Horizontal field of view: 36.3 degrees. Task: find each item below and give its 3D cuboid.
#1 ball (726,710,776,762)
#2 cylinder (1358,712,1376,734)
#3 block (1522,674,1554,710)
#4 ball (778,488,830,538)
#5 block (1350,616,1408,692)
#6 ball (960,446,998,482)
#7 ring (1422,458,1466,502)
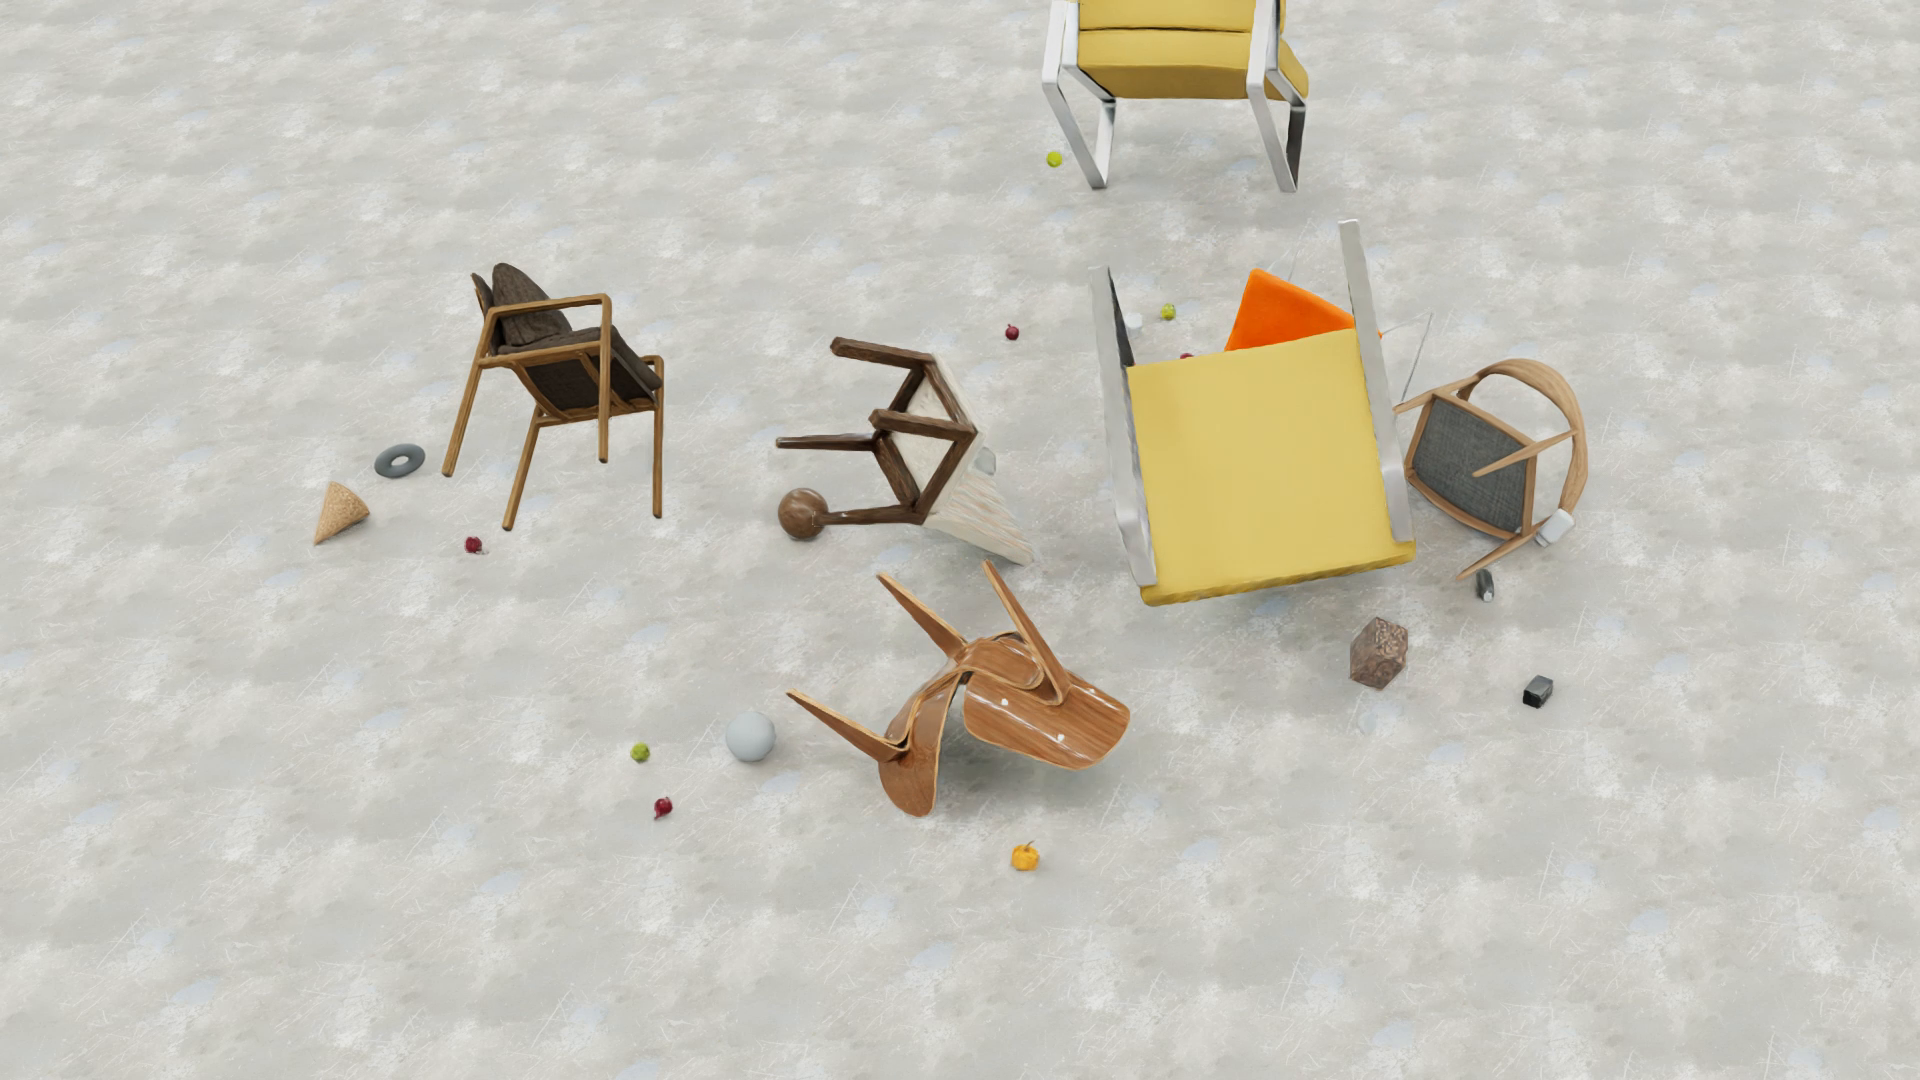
[{"bbox_3d":[-0.699,0.655,9.796,0.170,0.170,0.170,0,33,0],"label":"ball"},{"bbox_3d":[1.380,0.619,9.932,0.045,0.072,0.047,22,4,-13],"label":"cylinder"},{"bbox_3d":[1.991,0.523,10.099,0.063,0.057,0.107,21,39,28],"label":"block"},{"bbox_3d":[-0.583,-0.100,10.921,0.192,0.192,0.192,0,33,0],"label":"ball"},{"bbox_3d":[1.425,0.388,9.983,0.126,0.166,0.161,22,47,-13],"label":"block"},{"bbox_3d":[0.071,-0.292,11.258,0.144,0.144,0.144,0,33,0],"label":"ball"},{"bbox_3d":[1.854,-0.230,11.218,0.161,0.083,0.266,-4,32,2],"label":"ring"}]
